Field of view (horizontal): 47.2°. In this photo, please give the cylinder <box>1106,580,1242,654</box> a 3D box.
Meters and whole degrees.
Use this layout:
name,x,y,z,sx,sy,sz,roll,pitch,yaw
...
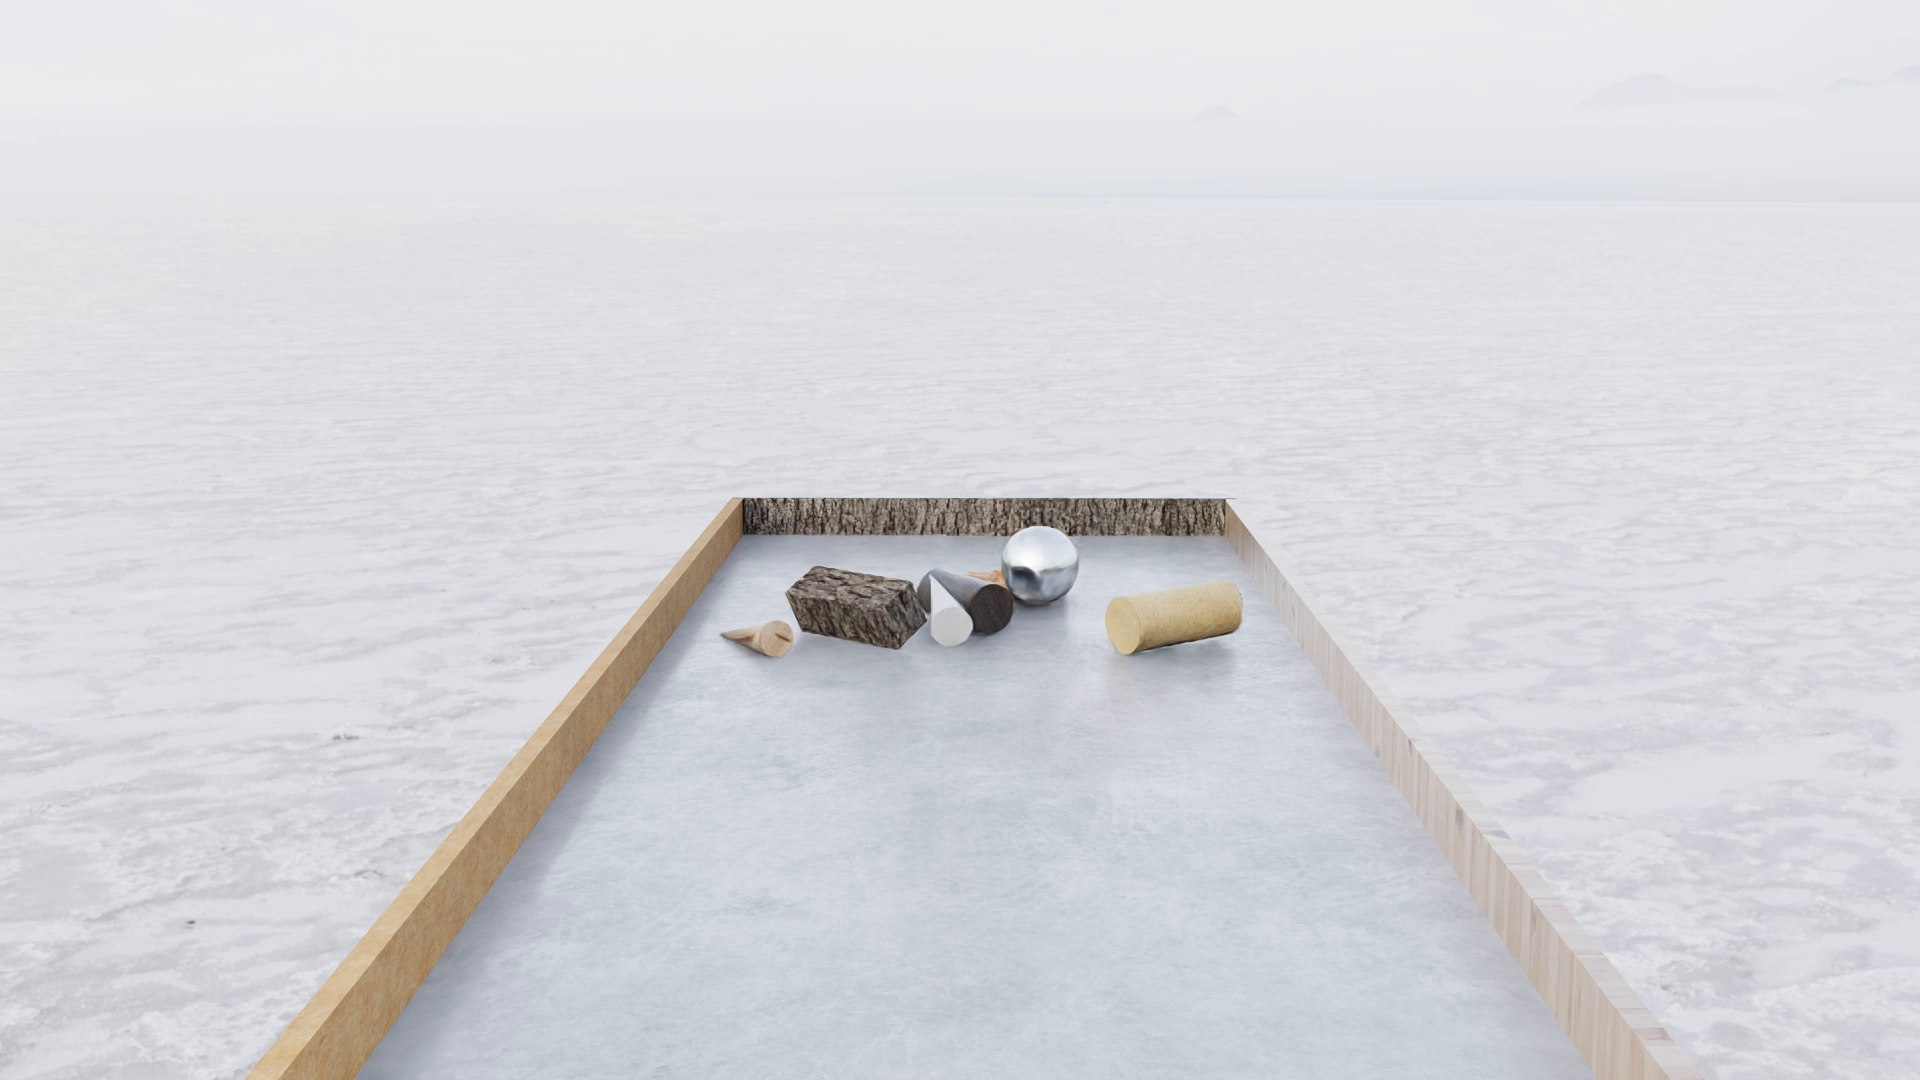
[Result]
name,x,y,z,sx,sy,sz,roll,pitch,yaw
cylinder,0.670,0.238,6.881,0.402,0.178,0.178,-9,12,-32

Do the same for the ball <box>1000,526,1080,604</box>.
name,x,y,z,sx,sy,sz,roll,pitch,yaw
ball,0.273,0.085,7.508,0.270,0.270,0.270,0,9,0

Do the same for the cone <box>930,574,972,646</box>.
name,x,y,z,sx,sy,sz,roll,pitch,yaw
cone,-0.063,0.192,7.076,0.134,0.134,0.435,-2,22,-10

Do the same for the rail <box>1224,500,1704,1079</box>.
name,x,y,z,sx,sy,sz,roll,pitch,yaw
rail,1.046,0.843,3.208,0.050,0.150,12.000,0,9,1

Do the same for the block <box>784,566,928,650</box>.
name,x,y,z,sx,sy,sz,roll,pitch,yaw
block,-0.333,0.213,7.003,0.435,0.154,0.154,8,40,42

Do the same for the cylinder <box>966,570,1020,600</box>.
name,x,y,z,sx,sy,sz,roll,pitch,yaw
cylinder,0.195,0.157,7.675,0.352,0.108,0.108,-4,10,-25

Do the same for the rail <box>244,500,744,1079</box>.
name,x,y,z,sx,sy,sz,roll,pitch,yaw
rail,-1.004,0.839,3.234,0.050,0.150,12.000,0,9,1

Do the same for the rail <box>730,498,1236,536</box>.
name,x,y,z,sx,sy,sz,roll,pitch,yaw
rail,0.099,-0.098,9.147,2.100,0.150,0.050,0,9,1

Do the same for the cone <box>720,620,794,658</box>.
name,x,y,z,sx,sy,sz,roll,pitch,yaw
cone,-0.671,0.303,6.915,0.115,0.115,0.422,-6,3,-31

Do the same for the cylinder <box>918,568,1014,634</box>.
name,x,y,z,sx,sy,sz,roll,pitch,yaw
cylinder,0.015,0.198,7.241,0.163,0.163,0.354,-5,10,-29
